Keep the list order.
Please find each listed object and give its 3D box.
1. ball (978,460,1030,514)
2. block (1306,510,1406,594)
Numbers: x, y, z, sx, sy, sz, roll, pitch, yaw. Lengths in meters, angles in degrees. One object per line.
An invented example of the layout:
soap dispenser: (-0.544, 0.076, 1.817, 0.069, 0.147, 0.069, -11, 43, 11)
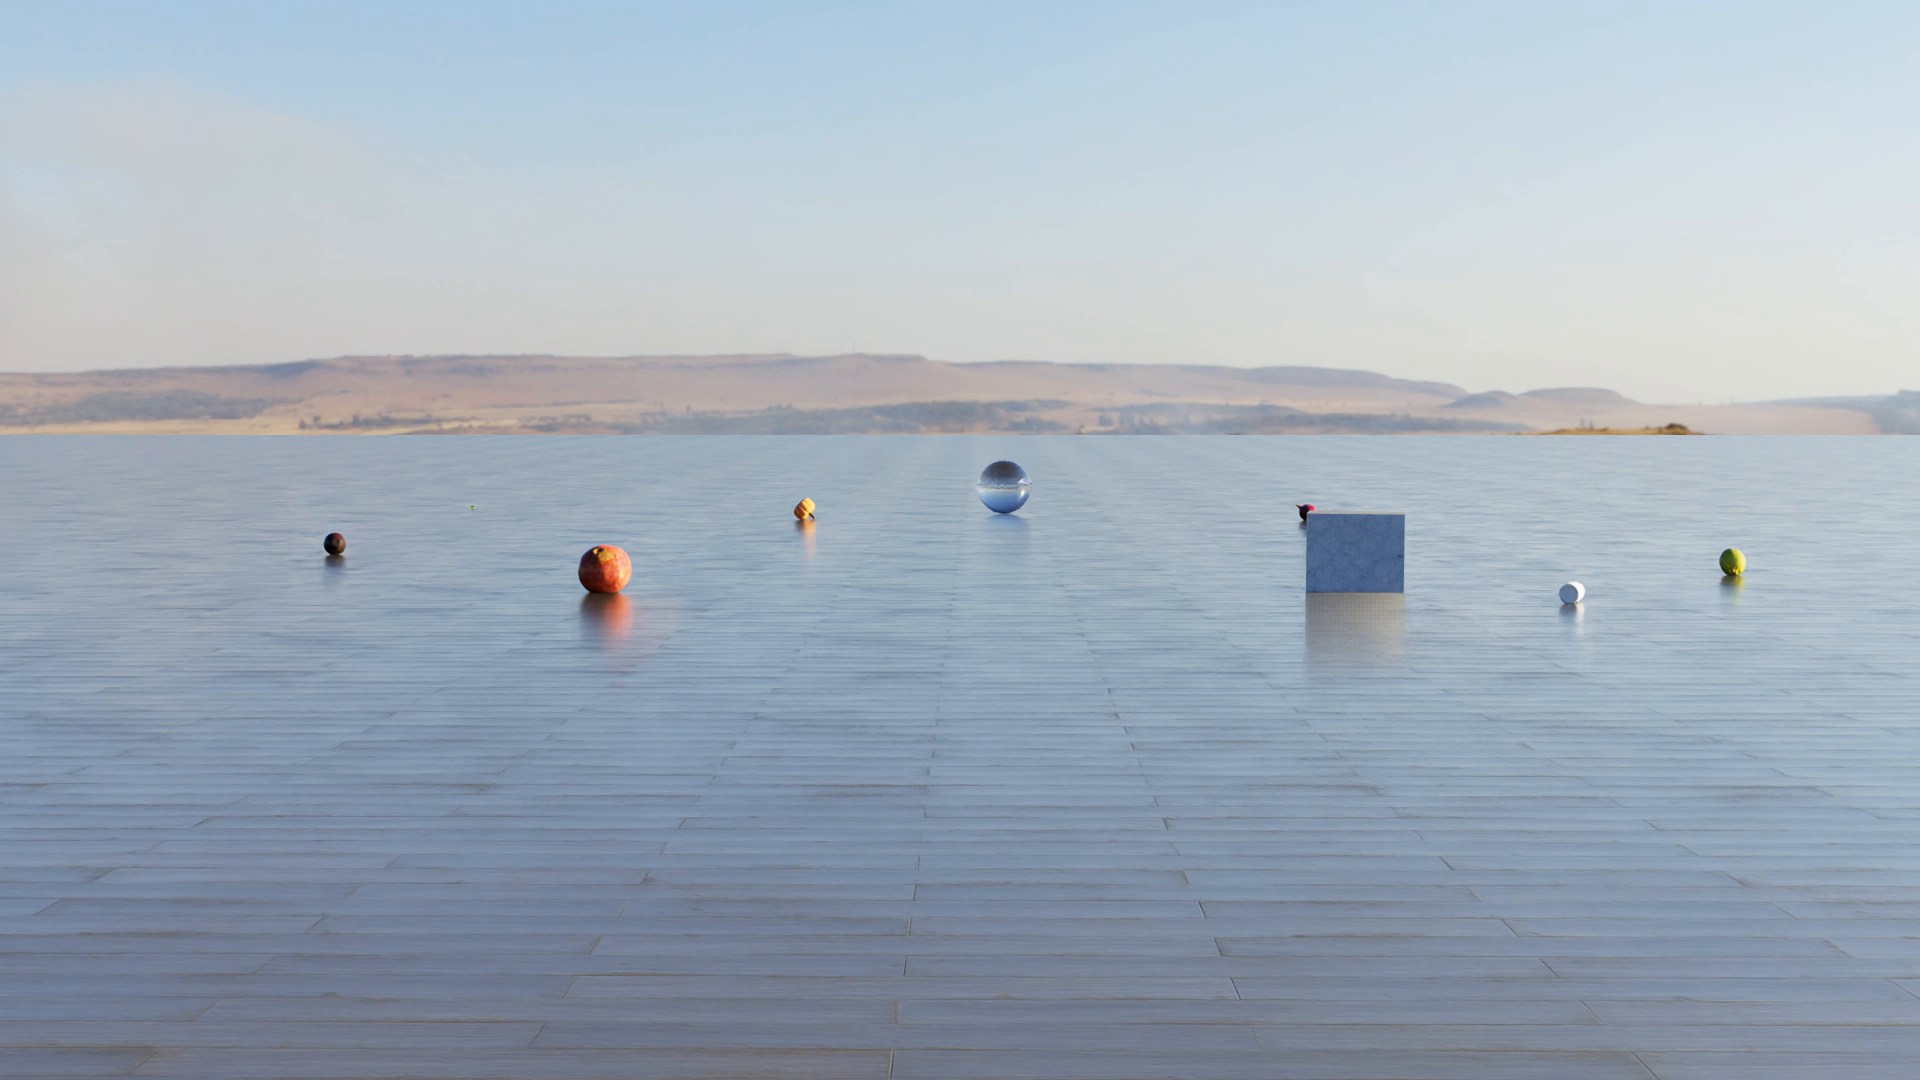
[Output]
ball: (0.159, -0.192, 7.936, 0.193, 0.193, 0.193, 0, 4, 0)
block: (0.884, 0.025, 4.911, 0.213, 0.173, 0.112, 1, 4, 11)
